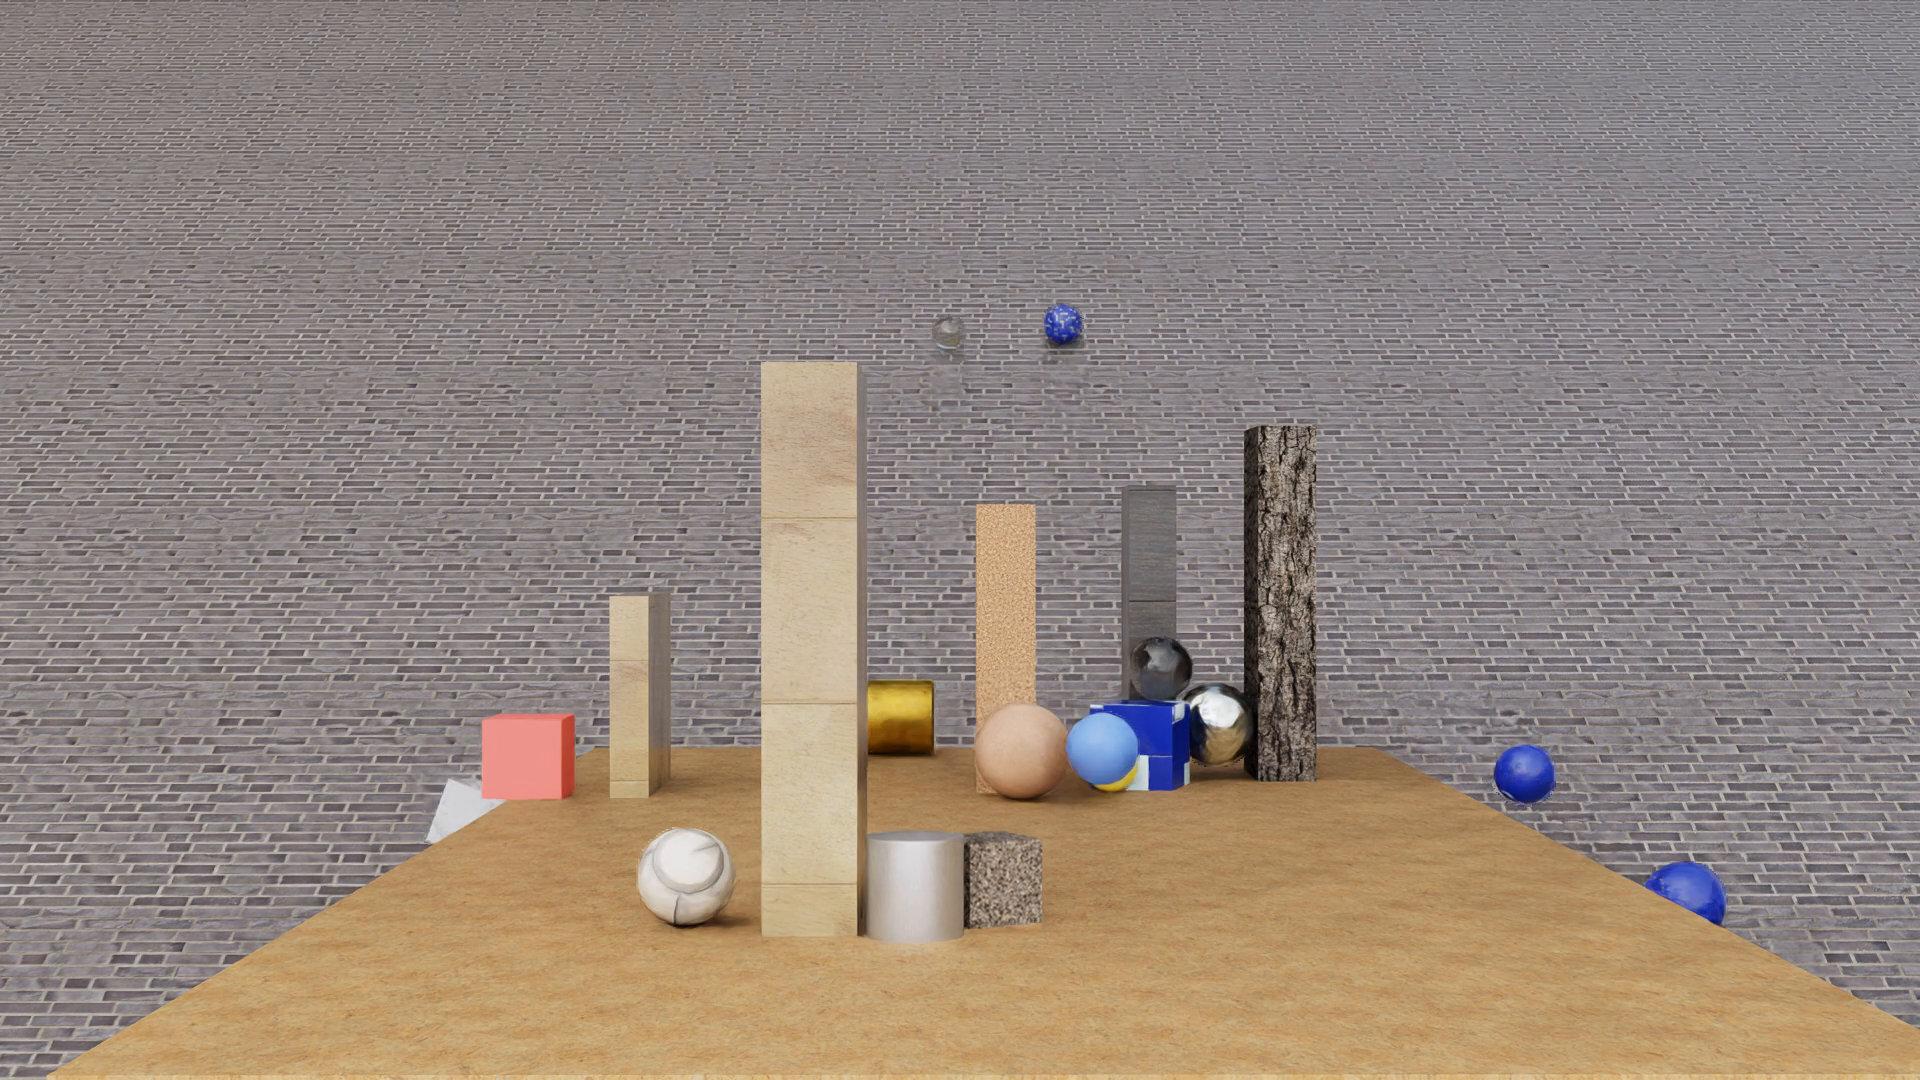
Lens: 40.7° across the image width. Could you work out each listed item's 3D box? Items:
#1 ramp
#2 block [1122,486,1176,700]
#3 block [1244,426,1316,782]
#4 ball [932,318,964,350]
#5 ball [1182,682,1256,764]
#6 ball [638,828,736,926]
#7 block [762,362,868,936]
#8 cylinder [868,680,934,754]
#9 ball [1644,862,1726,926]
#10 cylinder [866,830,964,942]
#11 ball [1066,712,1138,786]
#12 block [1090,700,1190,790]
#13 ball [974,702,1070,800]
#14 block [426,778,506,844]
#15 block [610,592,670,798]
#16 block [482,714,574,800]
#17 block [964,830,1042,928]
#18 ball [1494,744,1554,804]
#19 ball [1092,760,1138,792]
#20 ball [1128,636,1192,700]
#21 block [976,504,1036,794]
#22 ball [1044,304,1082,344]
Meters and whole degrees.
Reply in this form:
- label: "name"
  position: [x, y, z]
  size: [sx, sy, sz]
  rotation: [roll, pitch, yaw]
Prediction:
- label: "ramp"
  position: [0.066, 0.589, 4.641]
  size: [2.000, 0.100, 4.000]
  rotation: [0, 0, 0]
- label: "block"
  position: [0.433, 0.206, 5.942]
  size: [0.106, 0.659, 0.269]
  rotation: [0, 0, 0]
- label: "block"
  position: [0.725, 0.141, 5.871]
  size: [0.128, 0.788, 0.285]
  rotation: [0, 0, 0]
- label: "ball"
  position: [-0.039, -0.712, 8.914]
  size: [0.110, 0.110, 0.110]
  rotation: [0, 29, 0]
- label: "ball"
  position: [0.569, 0.409, 5.768]
  size: [0.184, 0.184, 0.184]
  rotation: [0, 29, 0]
- label: "ball"
  position: [-0.385, 0.474, 3.643]
  size: [0.138, 0.138, 0.138]
  rotation: [0, 29, 0]
- label: "block"
  position: [-0.207, 0.149, 3.738]
  size: [0.131, 0.787, 0.394]
  rotation: [0, 0, 0]
- label: "cylinder"
  position: [-0.158, 0.438, 6.405]
  size: [0.182, 0.182, 0.182]
  rotation: [0, 29, 0]
- label: "ball"
  position: [1.694, 0.851, 6.058]
  size: [0.193, 0.193, 0.193]
  rotation: [0, 29, 0]
- label: "cylinder"
  position: [-0.062, 0.475, 3.562]
  size: [0.136, 0.136, 0.136]
  rotation: [0, 0, 0]
- label: "ball"
  position: [0.286, 0.420, 5.203]
  size: [0.145, 0.145, 0.145]
  rotation: [0, 29, 0]
- label: "block"
  position: [0.393, 0.446, 5.639]
  size: [0.181, 0.181, 0.181]
  rotation: [0, 0, 17]
- label: "ball"
  position: [0.131, 0.437, 5.357]
  size: [0.201, 0.201, 0.201]
  rotation: [0, 29, 0]
- label: "block"
  position: [-1.068, 0.621, 5.737]
  size: [0.143, 0.143, 0.143]
  rotation: [20, 0, 13]
- label: "block"
  position: [-0.690, 0.327, 5.599]
  size: [0.081, 0.420, 0.416]
  rotation: [0, 0, 0]
- label: "block"
  position: [-0.908, 0.455, 5.447]
  size: [0.165, 0.165, 0.165]
  rotation: [0, 0, 1]
- label: "block"
  position: [0.036, 0.483, 3.693]
  size: [0.118, 0.118, 0.118]
  rotation: [0, 0, -30]
- label: "ball"
  position: [1.277, 0.530, 5.852]
  size: [0.135, 0.135, 0.135]
  rotation: [0, 29, 0]
- label: "ball"
  position: [0.321, 0.479, 5.507]
  size: [0.115, 0.115, 0.115]
  rotation: [0, 29, 0]
- label: "ball"
  position: [0.444, 0.285, 5.736]
  size: [0.143, 0.143, 0.143]
  rotation: [0, 29, 0]
- label: "block"
  position: [0.097, 0.230, 5.628]
  size: [0.125, 0.612, 0.309]
  rotation: [0, 0, 0]
- label: "ball"
  position: [0.356, -0.745, 8.948]
  size: [0.135, 0.135, 0.135]
  rotation: [0, 29, 0]
